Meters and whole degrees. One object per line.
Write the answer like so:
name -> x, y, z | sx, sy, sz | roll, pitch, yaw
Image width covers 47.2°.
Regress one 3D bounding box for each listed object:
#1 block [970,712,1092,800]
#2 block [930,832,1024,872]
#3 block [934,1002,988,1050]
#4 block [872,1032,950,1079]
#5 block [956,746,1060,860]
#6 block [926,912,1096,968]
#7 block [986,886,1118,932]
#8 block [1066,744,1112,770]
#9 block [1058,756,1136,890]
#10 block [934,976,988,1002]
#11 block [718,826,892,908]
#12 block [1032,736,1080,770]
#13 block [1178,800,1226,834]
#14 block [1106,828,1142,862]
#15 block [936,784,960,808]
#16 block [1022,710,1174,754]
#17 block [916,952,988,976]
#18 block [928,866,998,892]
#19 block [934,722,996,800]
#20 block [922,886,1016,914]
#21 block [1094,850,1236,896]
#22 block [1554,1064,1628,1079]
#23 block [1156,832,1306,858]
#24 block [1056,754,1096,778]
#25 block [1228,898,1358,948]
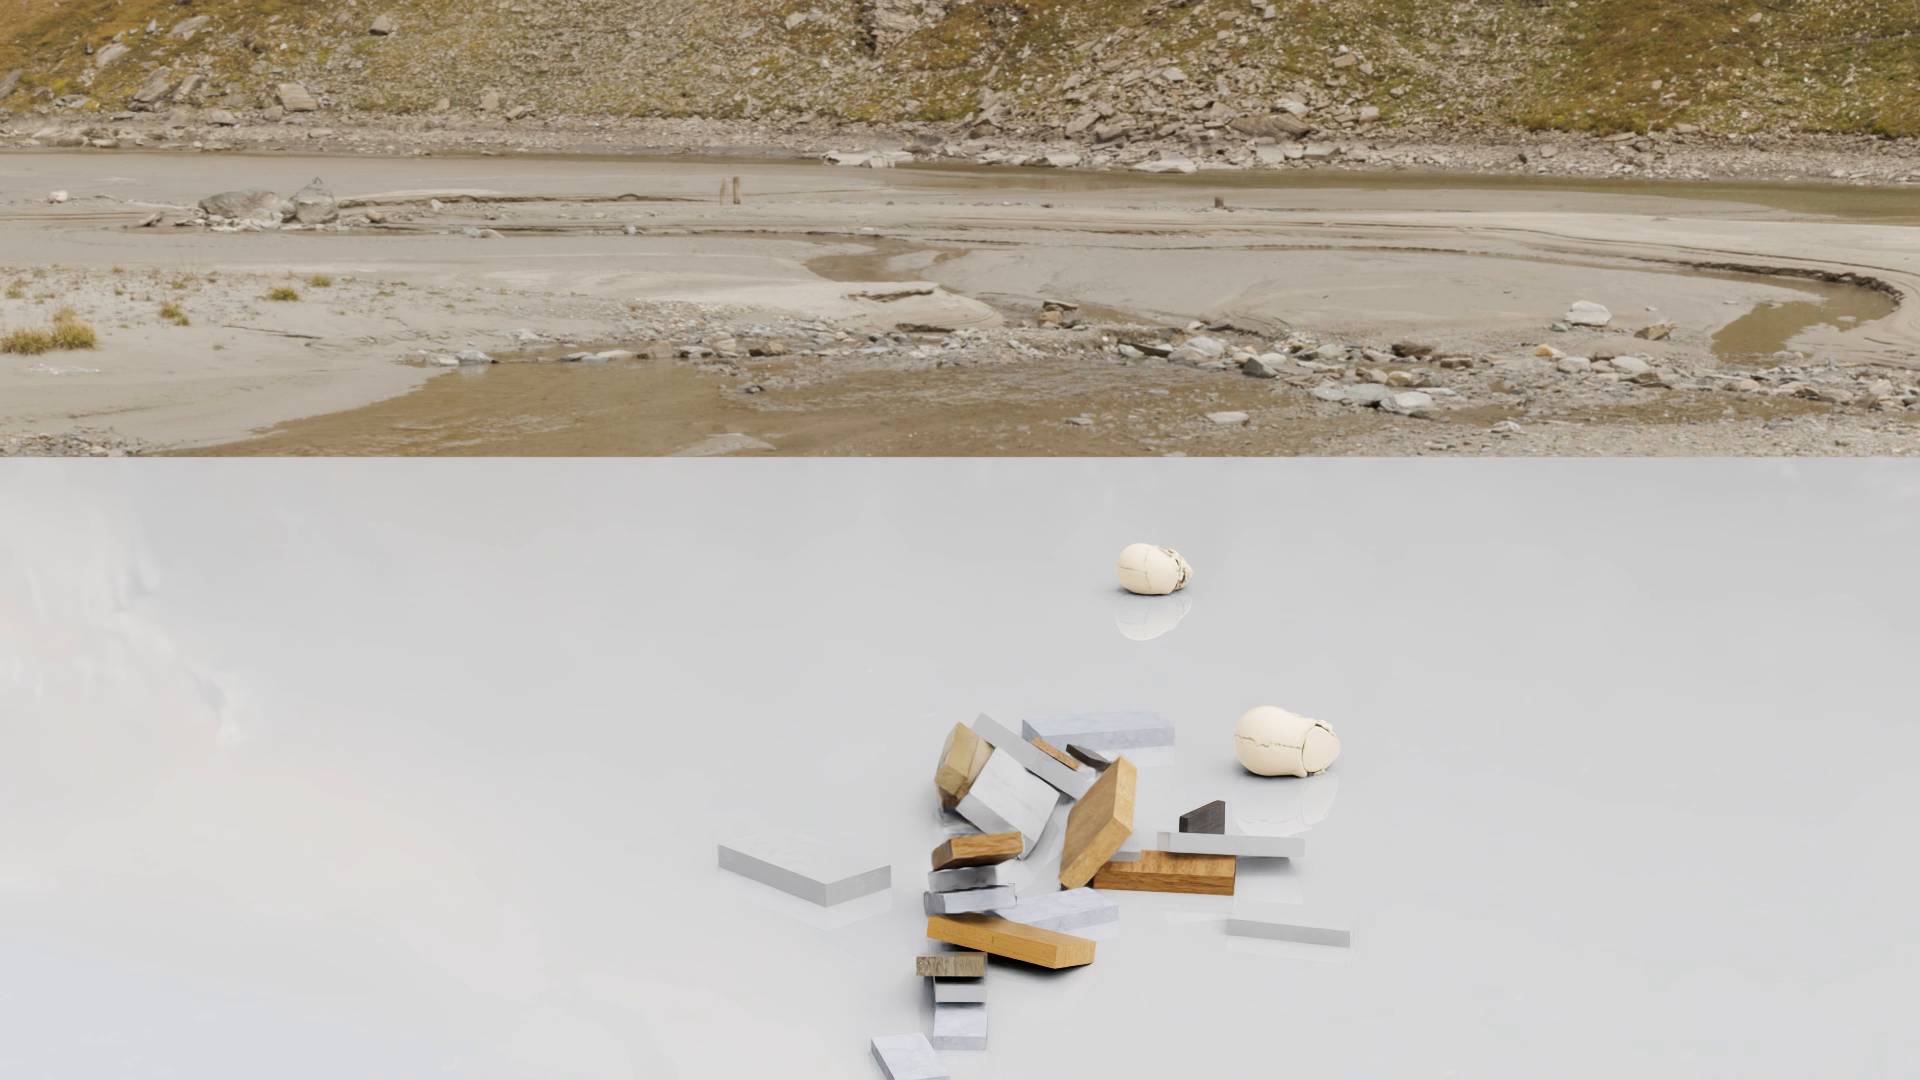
block -> 0.140, 0.420, 4.256 | 0.148, 0.042, 0.295 | 34, -3, -23
block -> 0.025, 0.488, 3.444 | 0.109, 0.031, 0.218 | -4, -13, -10
block -> 0.002, 0.683, 3.113 | 0.073, 0.021, 0.147 | 0, 11, 2
block -> -0.068, 0.708, 2.976 | 0.073, 0.021, 0.147 | -3, 11, -15
block -> 0.089, 0.473, 3.972 | 0.148, 0.042, 0.295 | 37, 15, 2
block -> 0.078, 0.613, 3.380 | 0.233, 0.033, 0.117 | 7, -1, 34
block -> 0.148, 0.601, 3.537 | 0.193, 0.027, 0.096 | -6, 12, -29
block -> 0.260, 0.436, 4.403 | 0.057, 0.016, 0.113 | 17, 3, -23
block -> 0.242, 0.490, 3.829 | 0.041, 0.144, 0.375 | 40, 12, -2
block -> 0.000, 0.649, 3.198 | 0.073, 0.021, 0.147 | 1, -3, -2
block -> -0.267, 0.554, 3.749 | 0.144, 0.041, 0.287 | -10, 14, -43
block -> 0.190, 0.423, 4.358 | 0.057, 0.016, 0.113 | 33, -4, -24
block -> 0.432, 0.510, 3.925 | 0.018, 0.063, 0.126 | 8, 13, 37
block -> 0.281, 0.525, 3.789 | 0.063, 0.018, 0.126 | 1, 11, 6
block -> -0.010, 0.476, 4.139 | 0.061, 0.017, 0.121 | -1, 11, -6
block -> 0.287, 0.399, 4.583 | 0.287, 0.041, 0.144 | -3, 11, -14
block -> -0.011, 0.624, 3.240 | 0.096, 0.027, 0.193 | 0, -8, 2
block -> 0.003, 0.551, 3.581 | 0.109, 0.031, 0.218 | -6, -8, -2
block -> 0.034, 0.439, 4.153 | 0.148, 0.042, 0.295 | 36, 11, -3
block -> 0.012, 0.567, 3.472 | 0.109, 0.031, 0.218 | -5, -8, -10
block -> 0.349, 0.562, 3.729 | 0.233, 0.033, 0.117 | 2, 11, 9
block -> 0.816, 0.725, 2.895 | 0.126, 0.018, 0.063 | -8, 13, -37
block -> 0.466, 0.525, 3.794 | 0.233, 0.033, 0.117 | 3, -7, -6
block -> 0.221, 0.452, 4.370 | 0.057, 0.016, 0.113 | -4, 11, -20
block -> 0.529, 0.608, 3.495 | 0.193, 0.027, 0.096 | 3, 11, 17
